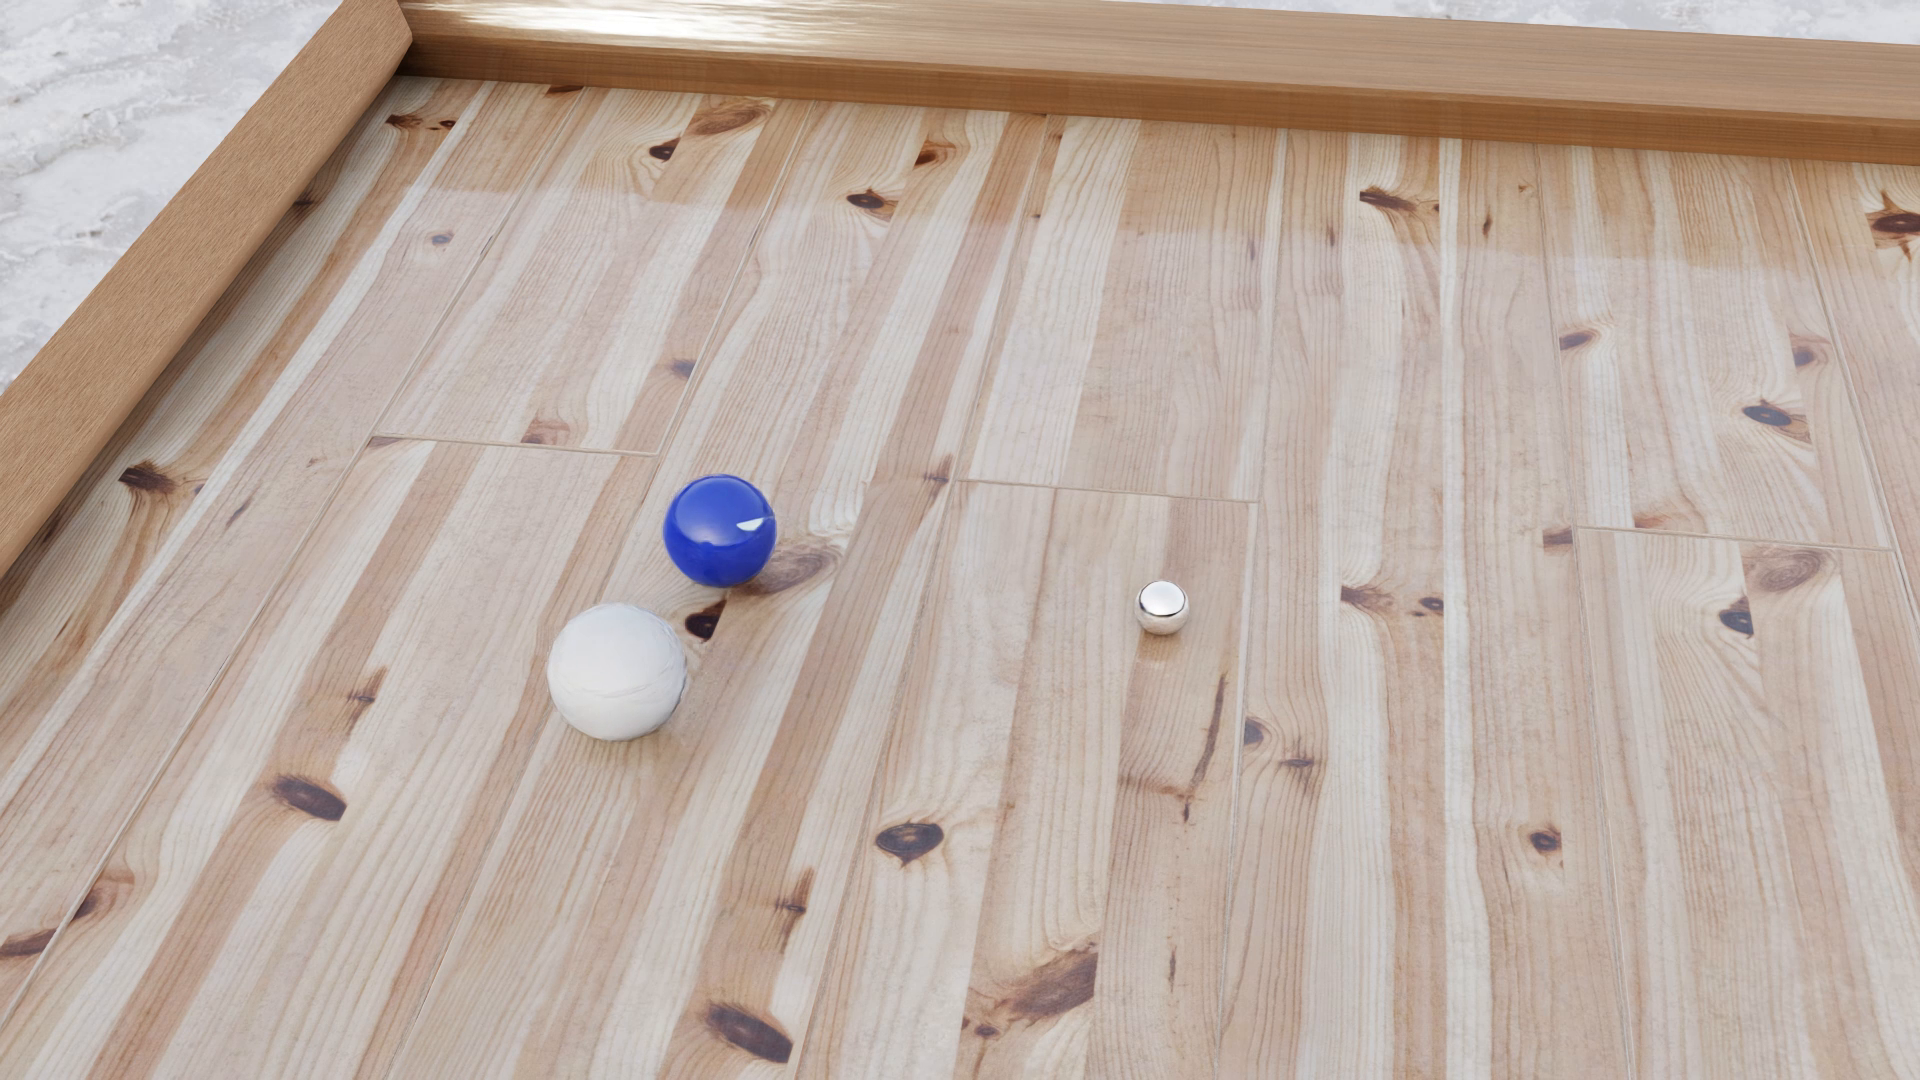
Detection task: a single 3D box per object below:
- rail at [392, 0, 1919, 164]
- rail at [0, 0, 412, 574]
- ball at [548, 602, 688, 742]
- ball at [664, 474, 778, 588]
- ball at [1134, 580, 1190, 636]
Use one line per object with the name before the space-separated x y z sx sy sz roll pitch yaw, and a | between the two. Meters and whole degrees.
rail | 0.851 -0.429 2.555 2.969 0.128 0.045 5 35 7
rail | -0.712 -0.078 2.041 0.045 0.128 1.714 5 35 7
ball | -0.243 0.093 1.817 0.098 0.098 0.098 0 34 0
ball | -0.184 -0.007 1.974 0.087 0.087 0.087 0 34 0
ball | 0.152 0.051 1.930 0.042 0.042 0.042 0 34 0
